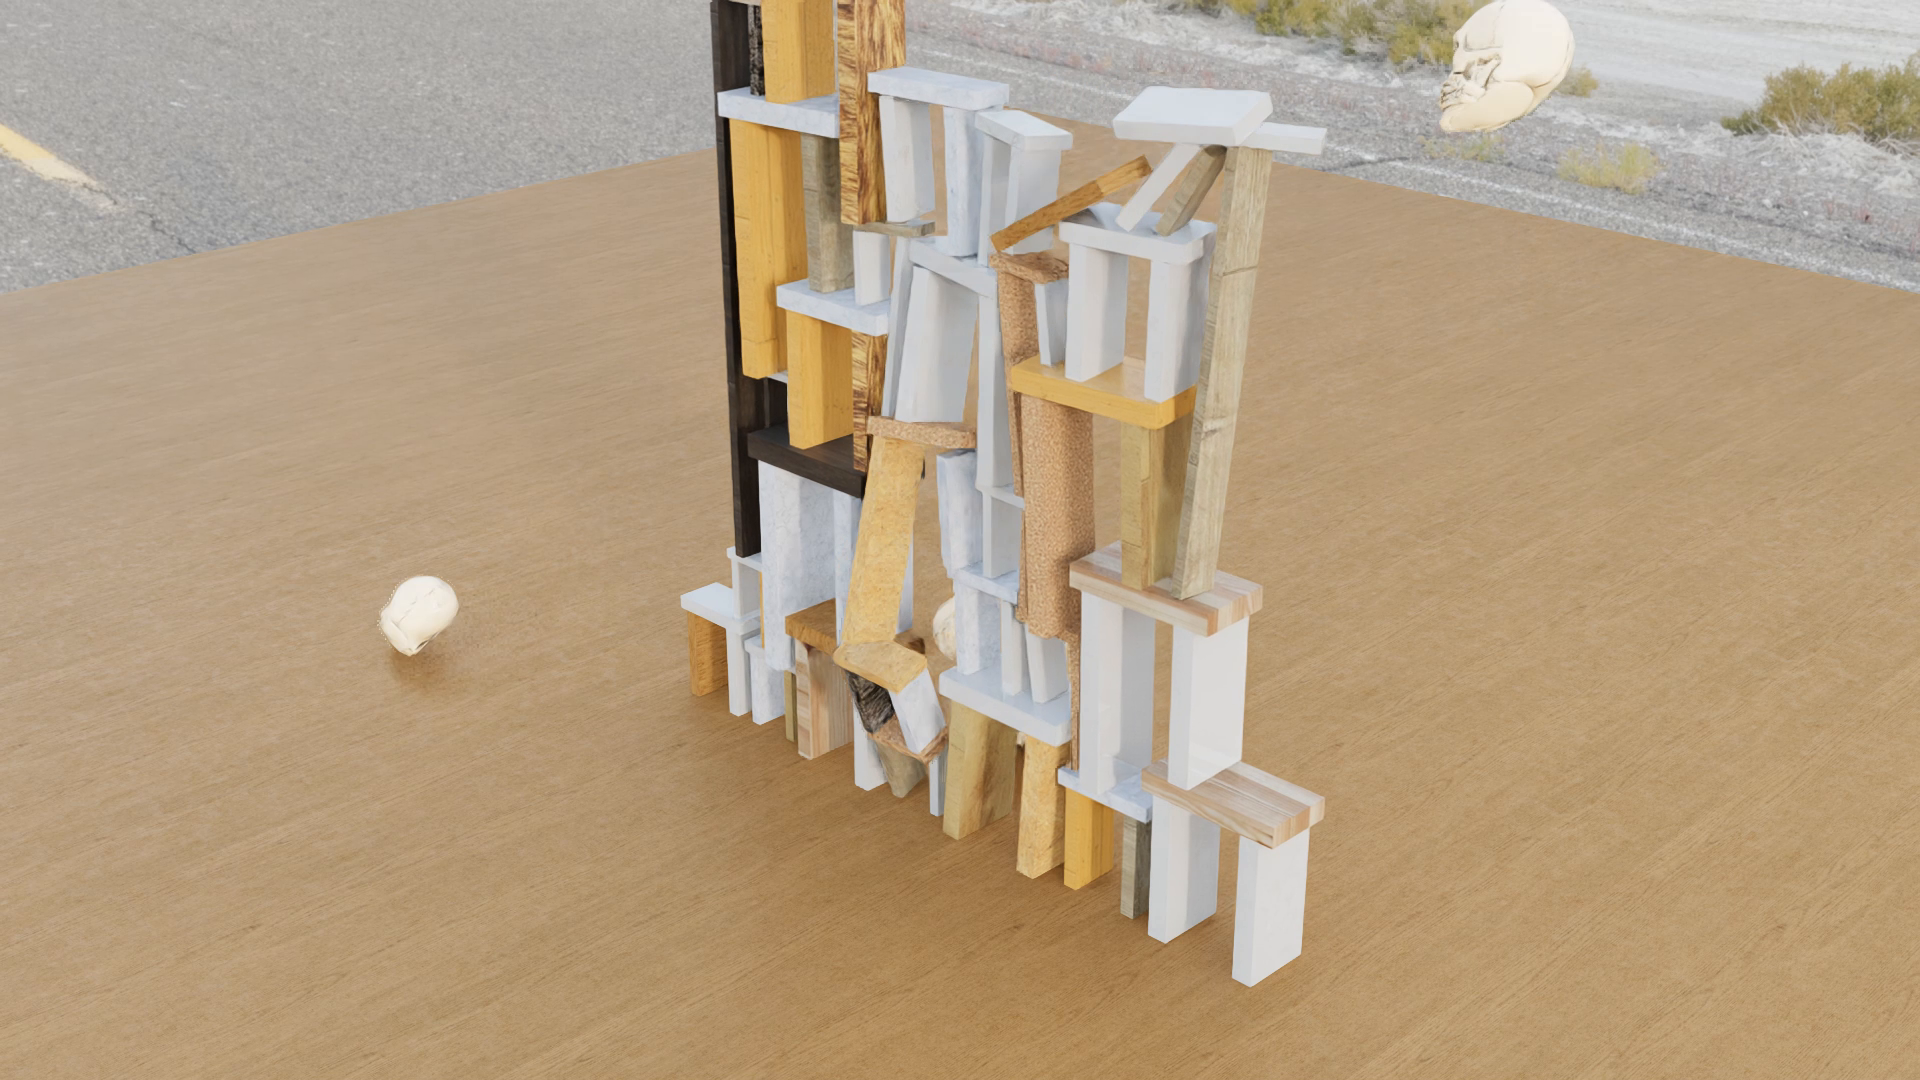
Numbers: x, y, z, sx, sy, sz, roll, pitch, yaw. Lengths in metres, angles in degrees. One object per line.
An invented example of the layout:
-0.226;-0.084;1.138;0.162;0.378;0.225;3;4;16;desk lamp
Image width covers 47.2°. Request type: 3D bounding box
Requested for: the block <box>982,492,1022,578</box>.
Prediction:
0.081;-0.019;4.126;0.084;0.168;0.024;-20;30;-39;block

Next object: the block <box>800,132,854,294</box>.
-0.223;-0.650;4.263;0.158;0.317;0.045;-17;25;-36;block

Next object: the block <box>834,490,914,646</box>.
-0.172;0.040;4.428;0.170;0.340;0.048;-21;31;-41;block

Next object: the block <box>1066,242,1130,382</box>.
0.233;-0.400;3.719;0.034;0.243;0.121;22;35;34;block

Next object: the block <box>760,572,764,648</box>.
-0.395;0.142;4.708;0.020;0.180;0.069;21;31;41;block

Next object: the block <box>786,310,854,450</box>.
-0.277;-0.336;4.393;0.040;0.283;0.141;21;31;40;block

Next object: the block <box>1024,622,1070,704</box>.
0.164;0.219;4.134;0.022;0.158;0.079;11;25;43;block

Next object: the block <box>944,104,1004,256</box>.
0.030;-0.653;3.978;0.115;0.265;0.033;-15;20;-39;block

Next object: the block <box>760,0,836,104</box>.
-0.306;-0.981;4.147;0.041;0.292;0.146;18;29;39;block

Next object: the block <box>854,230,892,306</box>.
-0.167;-0.523;4.188;0.071;0.141;0.020;-17;26;-35;block

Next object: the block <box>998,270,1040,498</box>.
0.118;-0.289;3.935;0.072;0.426;0.021;-17;23;-31;block

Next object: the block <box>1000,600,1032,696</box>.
0.120;0.190;4.165;0.027;0.189;0.095;18;29;40;block

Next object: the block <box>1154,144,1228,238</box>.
0.375;-0.562;3.507;0.023;0.164;0.082;41;40;11;block

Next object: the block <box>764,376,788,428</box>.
-0.377;-0.148;4.577;0.015;0.417;0.053;21;31;40;block

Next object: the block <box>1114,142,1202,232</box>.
0.334;-0.594;3.507;0.031;0.221;0.111;39;49;-3;block

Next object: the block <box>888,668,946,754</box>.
-0.084;0.326;4.307;0.025;0.177;0.089;19;50;37;block

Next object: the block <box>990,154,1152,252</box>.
0.180;-0.554;3.638;0.111;0.031;0.333;-31;7;-30;block

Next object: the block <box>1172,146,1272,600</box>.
0.428;-0.269;3.611;0.082;0.792;0.023;-17;32;-38;block

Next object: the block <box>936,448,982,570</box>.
0.017;-0.065;4.161;0.113;0.226;0.032;-17;27;-30;block

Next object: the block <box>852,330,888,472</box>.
-0.143;-0.284;4.272;0.040;0.283;0.141;21;31;40;block

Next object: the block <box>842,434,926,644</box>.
-0.146;-0.002;4.231;0.032;0.406;0.113;21;17;41;block

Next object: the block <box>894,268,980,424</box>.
-0.041;-0.364;4.129;0.041;0.286;0.143;17;14;41;block

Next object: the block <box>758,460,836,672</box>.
-0.334;0.034;4.599;0.048;0.462;0.170;21;31;40;block

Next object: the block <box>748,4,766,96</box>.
-0.365;-0.945;4.216;0.024;0.172;0.086;20;30;38;block

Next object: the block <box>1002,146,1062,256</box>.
0.125;-0.591;3.809;0.092;0.184;0.026;-14;29;-37;block

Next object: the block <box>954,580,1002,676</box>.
0.036;0.158;4.241;0.094;0.189;0.027;-19;26;-36;block

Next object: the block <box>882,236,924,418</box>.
-0.101;-0.401;4.161;0.071;0.342;0.020;-4;13;-43;block

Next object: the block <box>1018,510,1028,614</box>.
0.149;0.029;4.058;0.084;0.203;0.024;-21;33;-39;block

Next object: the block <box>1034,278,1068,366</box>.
0.165;-0.381;3.795;0.021;0.145;0.072;12;27;38;block

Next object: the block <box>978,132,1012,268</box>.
0.083;-0.611;3.919;0.092;0.239;0.026;-13;25;-35;block

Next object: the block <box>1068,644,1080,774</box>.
0.241;0.301;4.085;0.022;0.264;0.079;18;30;42;block

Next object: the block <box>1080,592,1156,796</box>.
0.287;0.256;4.015;0.044;0.401;0.155;21;31;40;block

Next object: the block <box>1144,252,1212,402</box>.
0.359;-0.360;3.625;0.034;0.243;0.121;22;35;35;block

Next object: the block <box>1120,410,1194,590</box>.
0.342;-0.083;3.787;0.043;0.307;0.153;20;34;38;block

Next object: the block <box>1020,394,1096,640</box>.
0.179;-0.063;3.943;0.043;0.465;0.153;16;31;34;block

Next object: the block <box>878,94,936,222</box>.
-0.097;-0.715;4.069;0.033;0.230;0.115;9;24;31;block

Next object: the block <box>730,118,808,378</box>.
-0.371;-0.591;4.384;0.045;0.519;0.158;20;30;41;block

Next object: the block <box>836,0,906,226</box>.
-0.162;-0.840;4.074;0.041;0.492;0.146;15;25;34;block

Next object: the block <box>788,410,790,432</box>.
-0.325;-0.273;4.471;0.015;0.105;0.053;23;32;39;block

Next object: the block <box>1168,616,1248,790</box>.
0.436;0.270;3.865;0.044;0.310;0.155;21;31;40;block

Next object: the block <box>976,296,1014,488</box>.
0.100;-0.279;4.006;0.143;0.352;0.041;-16;26;-39;block

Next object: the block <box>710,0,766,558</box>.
-0.441;-0.514;4.479;0.086;1.168;0.024;-21;30;-40;block

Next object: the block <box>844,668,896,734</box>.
-0.173;0.293;4.380;0.025;0.177;0.089;20;51;38;block
